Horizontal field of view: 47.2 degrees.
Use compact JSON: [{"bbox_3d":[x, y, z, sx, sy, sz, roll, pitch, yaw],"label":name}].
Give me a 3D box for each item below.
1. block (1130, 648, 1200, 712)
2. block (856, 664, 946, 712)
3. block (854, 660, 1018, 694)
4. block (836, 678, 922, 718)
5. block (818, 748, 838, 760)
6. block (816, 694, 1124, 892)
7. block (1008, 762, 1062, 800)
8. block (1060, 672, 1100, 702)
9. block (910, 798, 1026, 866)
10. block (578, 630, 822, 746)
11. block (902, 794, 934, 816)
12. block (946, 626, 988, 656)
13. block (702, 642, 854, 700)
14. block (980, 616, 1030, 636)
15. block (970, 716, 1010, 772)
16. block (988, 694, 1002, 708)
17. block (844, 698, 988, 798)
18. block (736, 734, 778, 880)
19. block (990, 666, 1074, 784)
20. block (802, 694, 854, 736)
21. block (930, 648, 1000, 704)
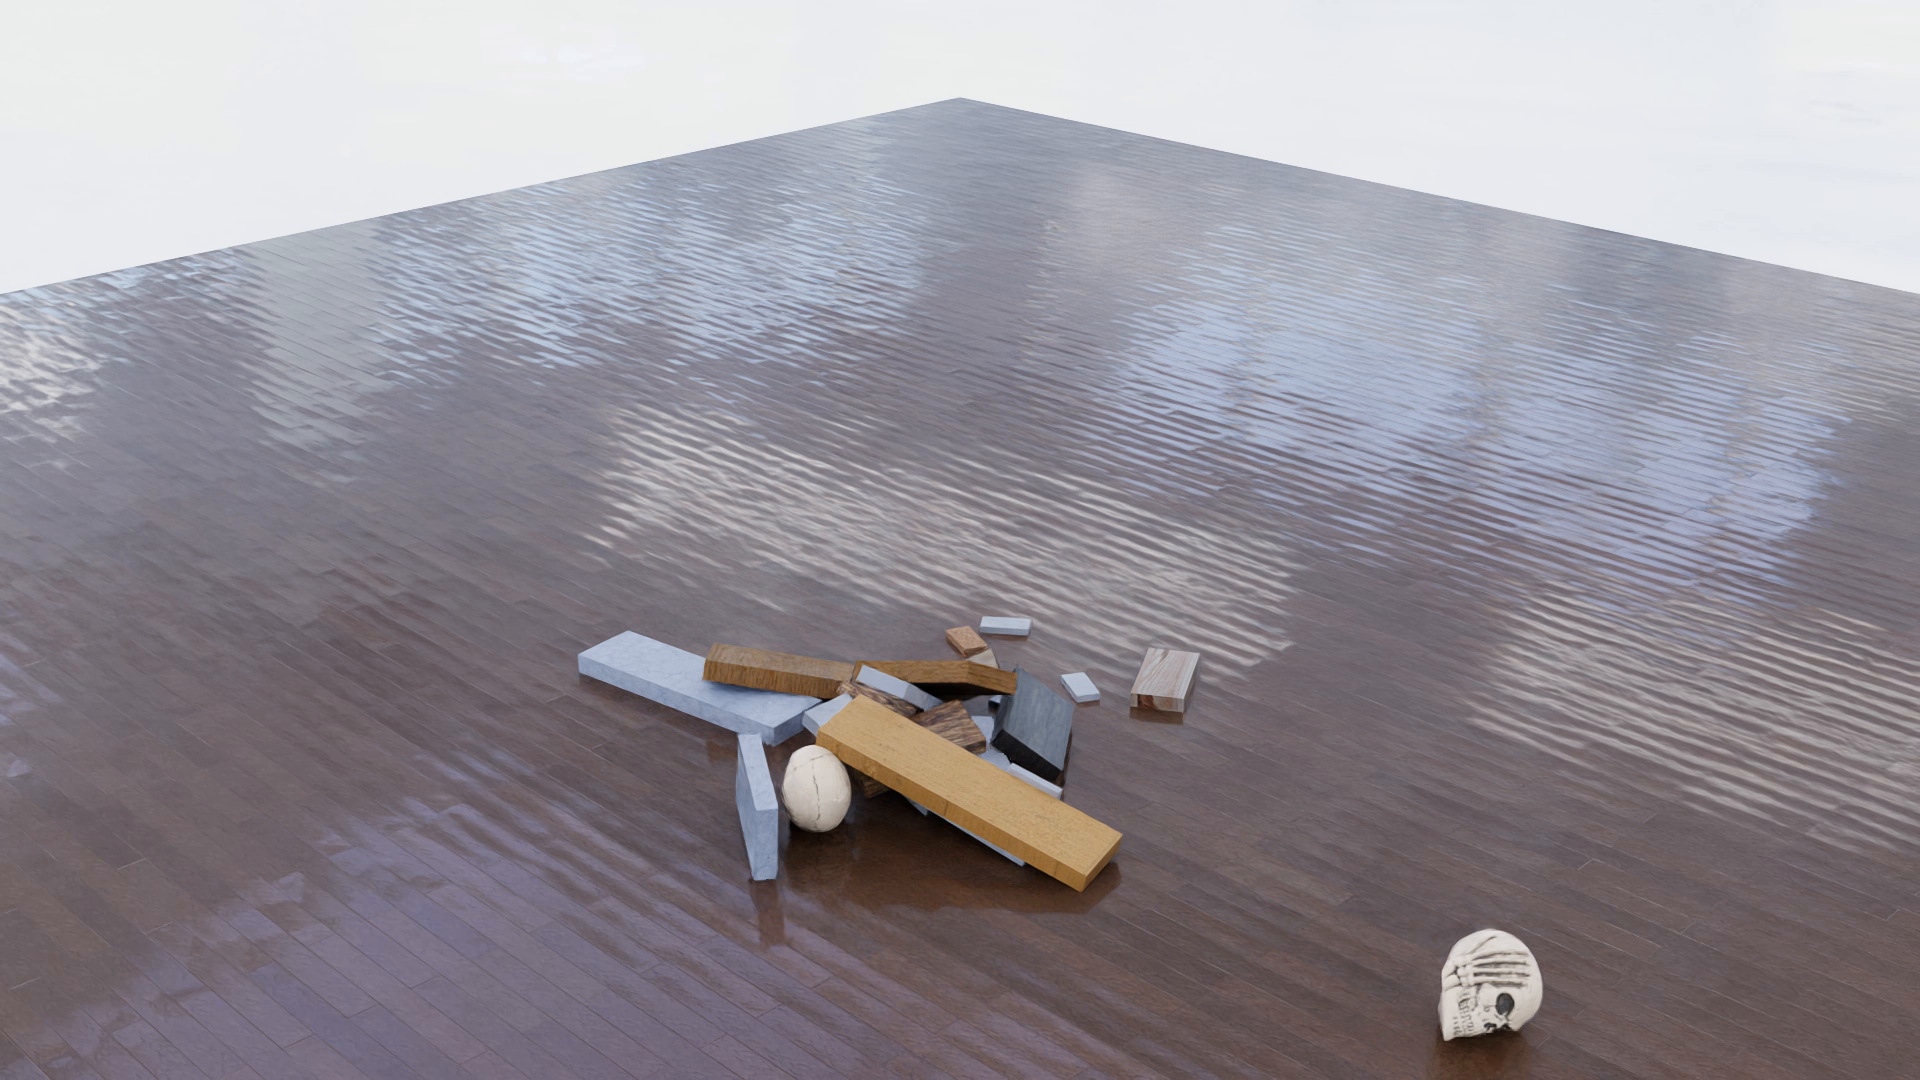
[{"bbox_3d":[0.465,0.315,4.975,0.118,0.034,0.237,6,24,13],"label":"block"},{"bbox_3d":[-0.101,0.330,4.617,0.118,0.034,0.271,20,-8,30],"label":"block"},{"bbox_3d":[-0.054,0.295,4.701,0.321,0.046,0.161,-3,-14,41],"label":"block"},{"bbox_3d":[-0.145,0.368,4.716,0.240,0.034,0.120,17,-16,44],"label":"block"},{"bbox_3d":[-0.251,0.449,4.685,0.099,0.014,0.049,21,31,40],"label":"block"},{"bbox_3d":[0.014,0.492,4.330,0.617,0.044,0.154,26,36,20],"label":"block"},{"bbox_3d":[0.143,0.493,4.357,0.116,0.058,0.016,26,36,20],"label":"block"},{"bbox_3d":[0.271,0.332,4.959,0.055,0.016,0.110,-7,24,-15],"label":"block"},{"bbox_3d":[0.053,0.533,4.356,0.270,0.038,0.135,29,37,22],"label":"block"},{"bbox_3d":[-0.588,0.327,4.931,0.596,0.046,0.161,16,28,34],"label":"block"},{"bbox_3d":[-0.101,0.467,4.537,0.120,0.034,0.240,-20,45,-39],"label":"block"},{"bbox_3d":[0.015,0.237,5.180,0.058,0.016,0.116,-9,25,-21],"label":"block"},{"bbox_3d":[-0.403,0.294,4.907,0.321,0.046,0.161,9,11,-1],"label":"block"},{"bbox_3d":[0.109,0.205,5.256,0.116,0.016,0.058,3,23,7],"label":"block"},{"bbox_3d":[0.030,0.464,4.519,0.135,0.038,0.270,1,35,-17],"label":"block"},{"bbox_3d":[0.125,0.362,4.888,0.110,0.016,0.055,10,25,22],"label":"block"},{"bbox_3d":[-0.096,0.425,4.494,0.270,0.038,0.135,-20,41,-17],"label":"block"},{"bbox_3d":[-0.400,0.522,4.330,0.044,0.154,0.309,-1,23,-12],"label":"block"},{"bbox_3d":[0.155,0.391,4.672,0.154,0.044,0.309,36,22,-7],"label":"block"},{"bbox_3d":[-0.208,0.423,4.626,0.120,0.034,0.240,-22,49,-40],"label":"block"},{"bbox_3d":[-0.025,0.324,4.840,0.237,0.034,0.118,-23,24,3],"label":"block"}]
